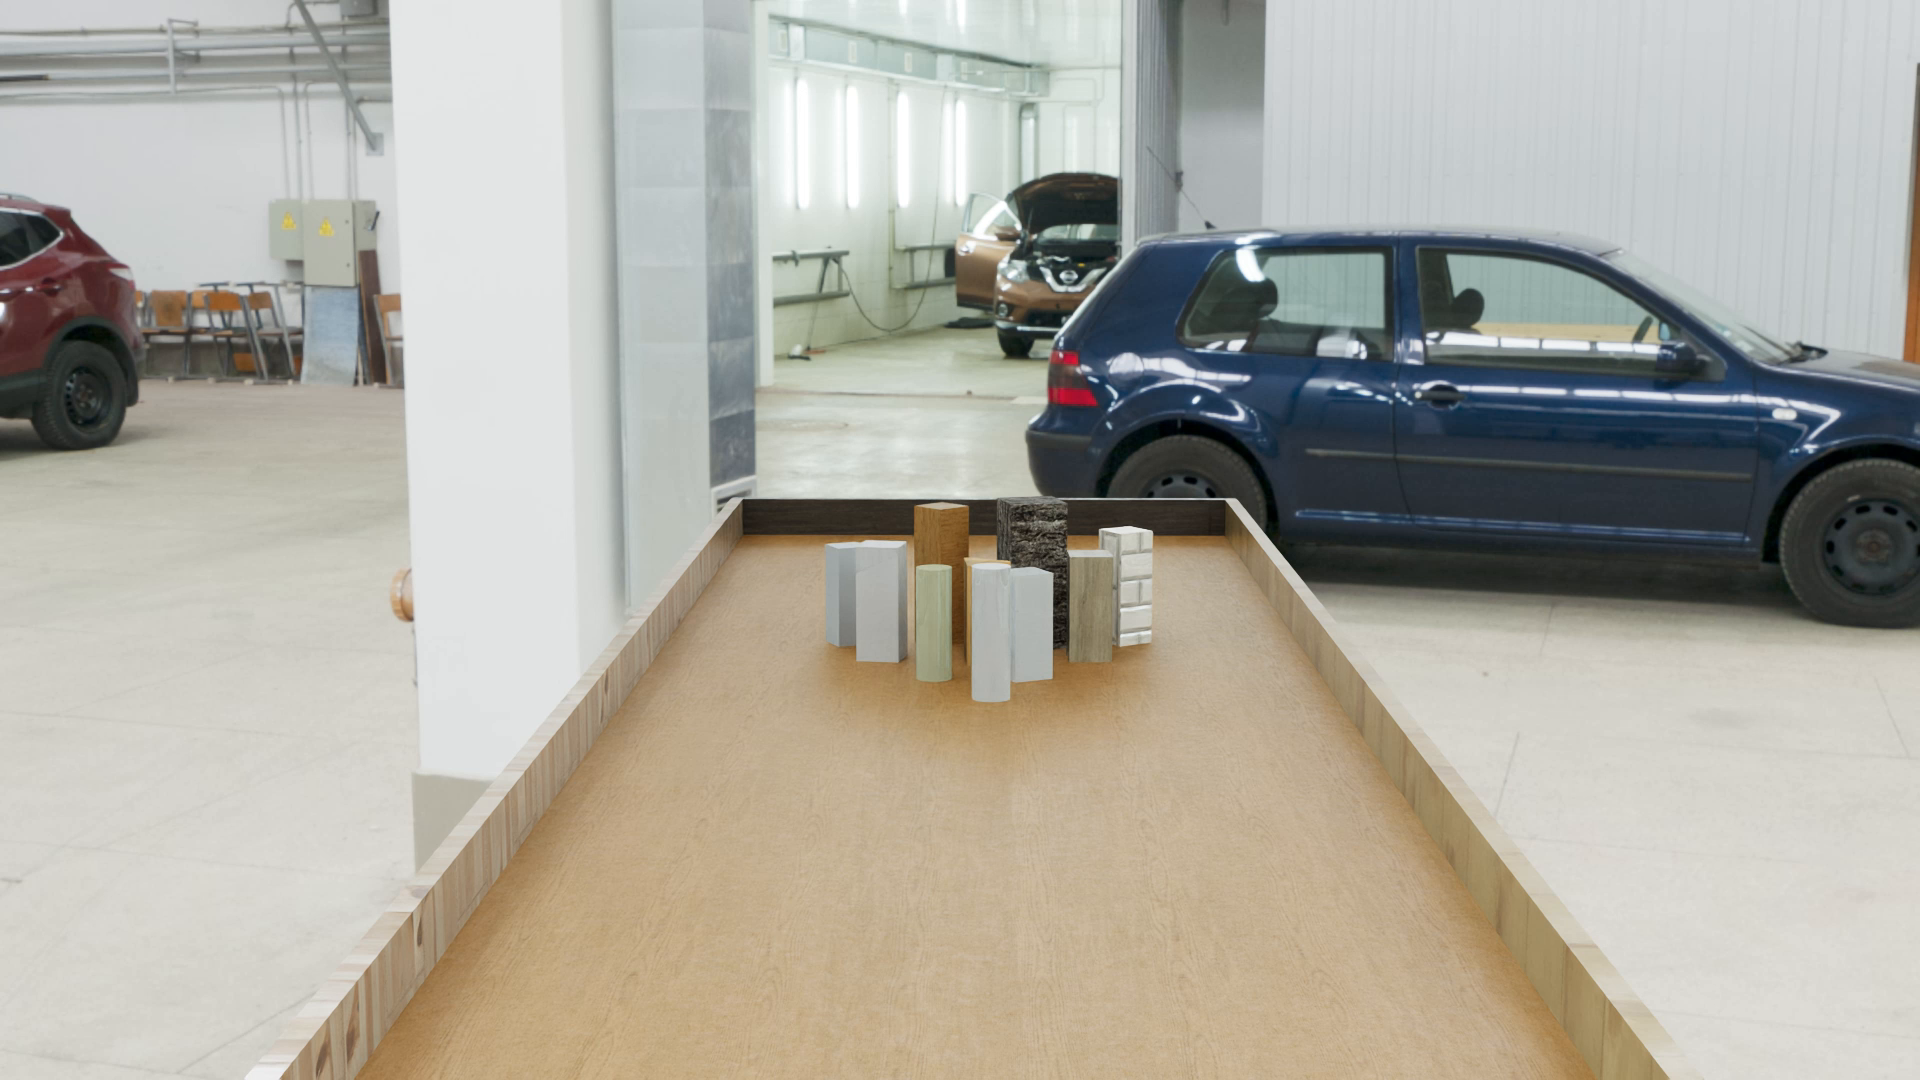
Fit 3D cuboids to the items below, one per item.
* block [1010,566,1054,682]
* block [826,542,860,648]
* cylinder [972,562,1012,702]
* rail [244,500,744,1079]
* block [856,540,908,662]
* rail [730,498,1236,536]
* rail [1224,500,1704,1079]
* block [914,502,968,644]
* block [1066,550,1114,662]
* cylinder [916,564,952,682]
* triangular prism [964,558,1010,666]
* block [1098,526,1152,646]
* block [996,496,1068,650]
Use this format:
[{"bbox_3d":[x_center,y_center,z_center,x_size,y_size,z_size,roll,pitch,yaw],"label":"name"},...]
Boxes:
[{"bbox_3d":[0.189,0.247,6.448,0.124,0.314,0.124,-4,10,-26],"label":"block"},{"bbox_3d":[-0.355,0.170,6.936,0.105,0.312,0.105,-4,10,-26],"label":"block"},{"bbox_3d":[0.087,0.259,6.169,0.110,0.377,0.110,0,9,0],"label":"cylinder"},{"bbox_3d":[-1.004,0.839,3.234,0.050,0.150,12.000,0,9,1],"label":"rail"},{"bbox_3d":[-0.238,0.186,6.712,0.131,0.352,0.131,2,9,11],"label":"block"},{"bbox_3d":[0.099,-0.098,9.147,2.100,0.150,0.050,0,9,1],"label":"rail"},{"bbox_3d":[1.046,0.843,3.208,0.050,0.150,12.000,0,9,1],"label":"rail"},{"bbox_3d":[-0.058,0.108,6.940,0.121,0.435,0.121,-9,12,-44],"label":"block"},{"bbox_3d":[0.394,0.201,6.707,0.130,0.324,0.130,0,9,-1],"label":"block"},{"bbox_3d":[-0.076,0.242,6.429,0.105,0.329,0.105,0,9,0],"label":"cylinder"},{"bbox_3d":[0.052,0.213,6.692,0.155,0.305,0.134,-6,11,-33],"label":"triangular prism"},{"bbox_3d":[0.522,0.145,6.954,0.121,0.357,0.121,-6,11,-31],"label":"block"},{"bbox_3d":[0.224,0.103,6.898,0.179,0.458,0.179,-2,9,-13],"label":"block"}]
